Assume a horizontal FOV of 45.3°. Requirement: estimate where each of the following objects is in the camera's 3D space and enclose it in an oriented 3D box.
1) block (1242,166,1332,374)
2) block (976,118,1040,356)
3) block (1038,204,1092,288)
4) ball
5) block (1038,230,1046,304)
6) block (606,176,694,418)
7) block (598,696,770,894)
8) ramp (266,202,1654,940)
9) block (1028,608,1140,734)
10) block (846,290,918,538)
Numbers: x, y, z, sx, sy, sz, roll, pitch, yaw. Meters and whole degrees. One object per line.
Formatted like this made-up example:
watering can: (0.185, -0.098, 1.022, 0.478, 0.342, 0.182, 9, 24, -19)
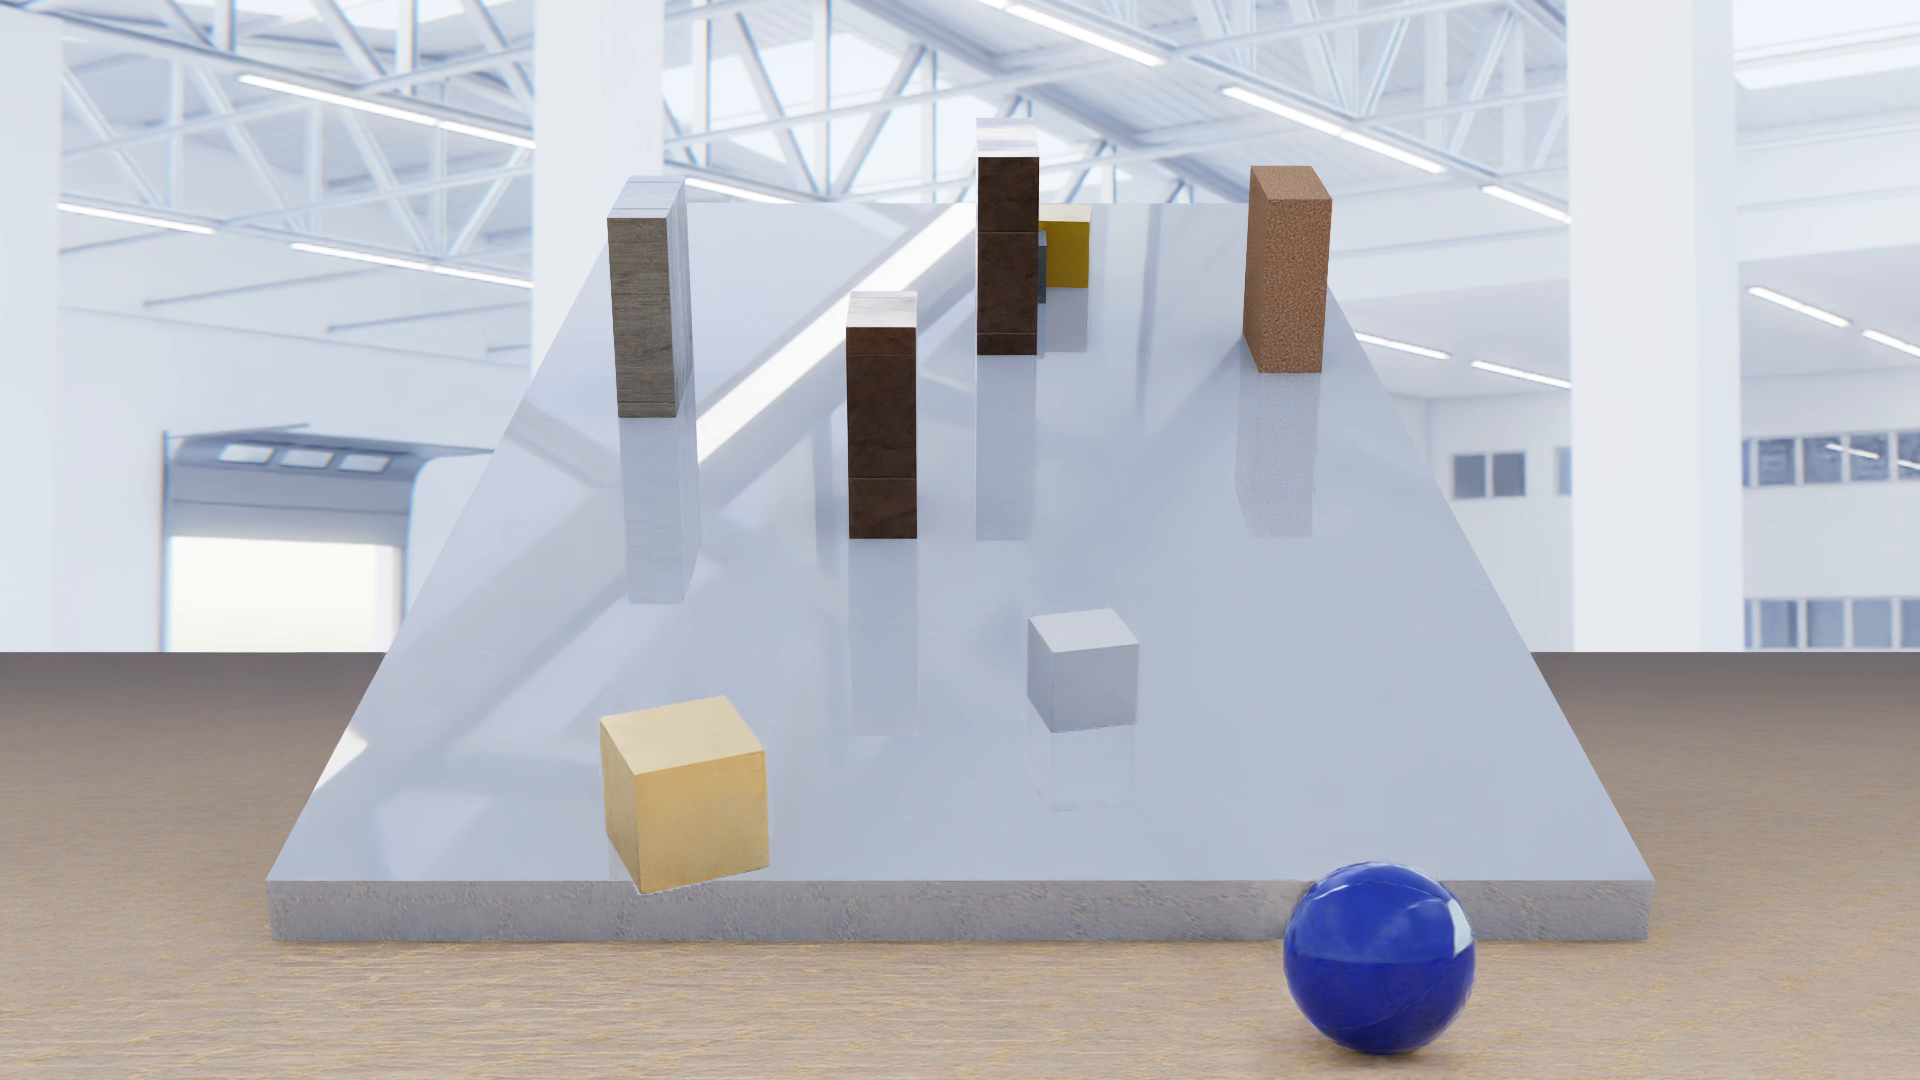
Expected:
block: (0.787, -0.658, 5.558, 0.149, 0.422, 0.340, 0, 22, 0)
block: (0.114, -0.761, 5.719, 0.146, 0.489, 0.444, 0, 22, 0)
block: (0.260, -0.795, 6.208, 0.181, 0.181, 0.181, 2, 22, 4)
ball: (0.441, 0.439, 2.422, 0.201, 0.201, 0.201, 0, -3, 0)
block: (0.149, -0.721, 6.061, 0.155, 0.155, 0.155, 0, 22, 1)
block: (-0.704, -0.563, 5.269, 0.129, 0.460, 0.394, 0, 22, 0)
block: (-0.403, 0.368, 3.354, 0.192, 0.192, 0.192, -9, 24, -21)
ramp: (-0.007, -0.222, 5.181, 2.000, 0.100, 4.000, 0, 22, 0)
block: (0.202, 0.214, 3.792, 0.146, 0.146, 0.146, -6, 23, -14)
block: (-0.151, -0.249, 4.542, 0.133, 0.432, 0.244, 0, 22, 0)
